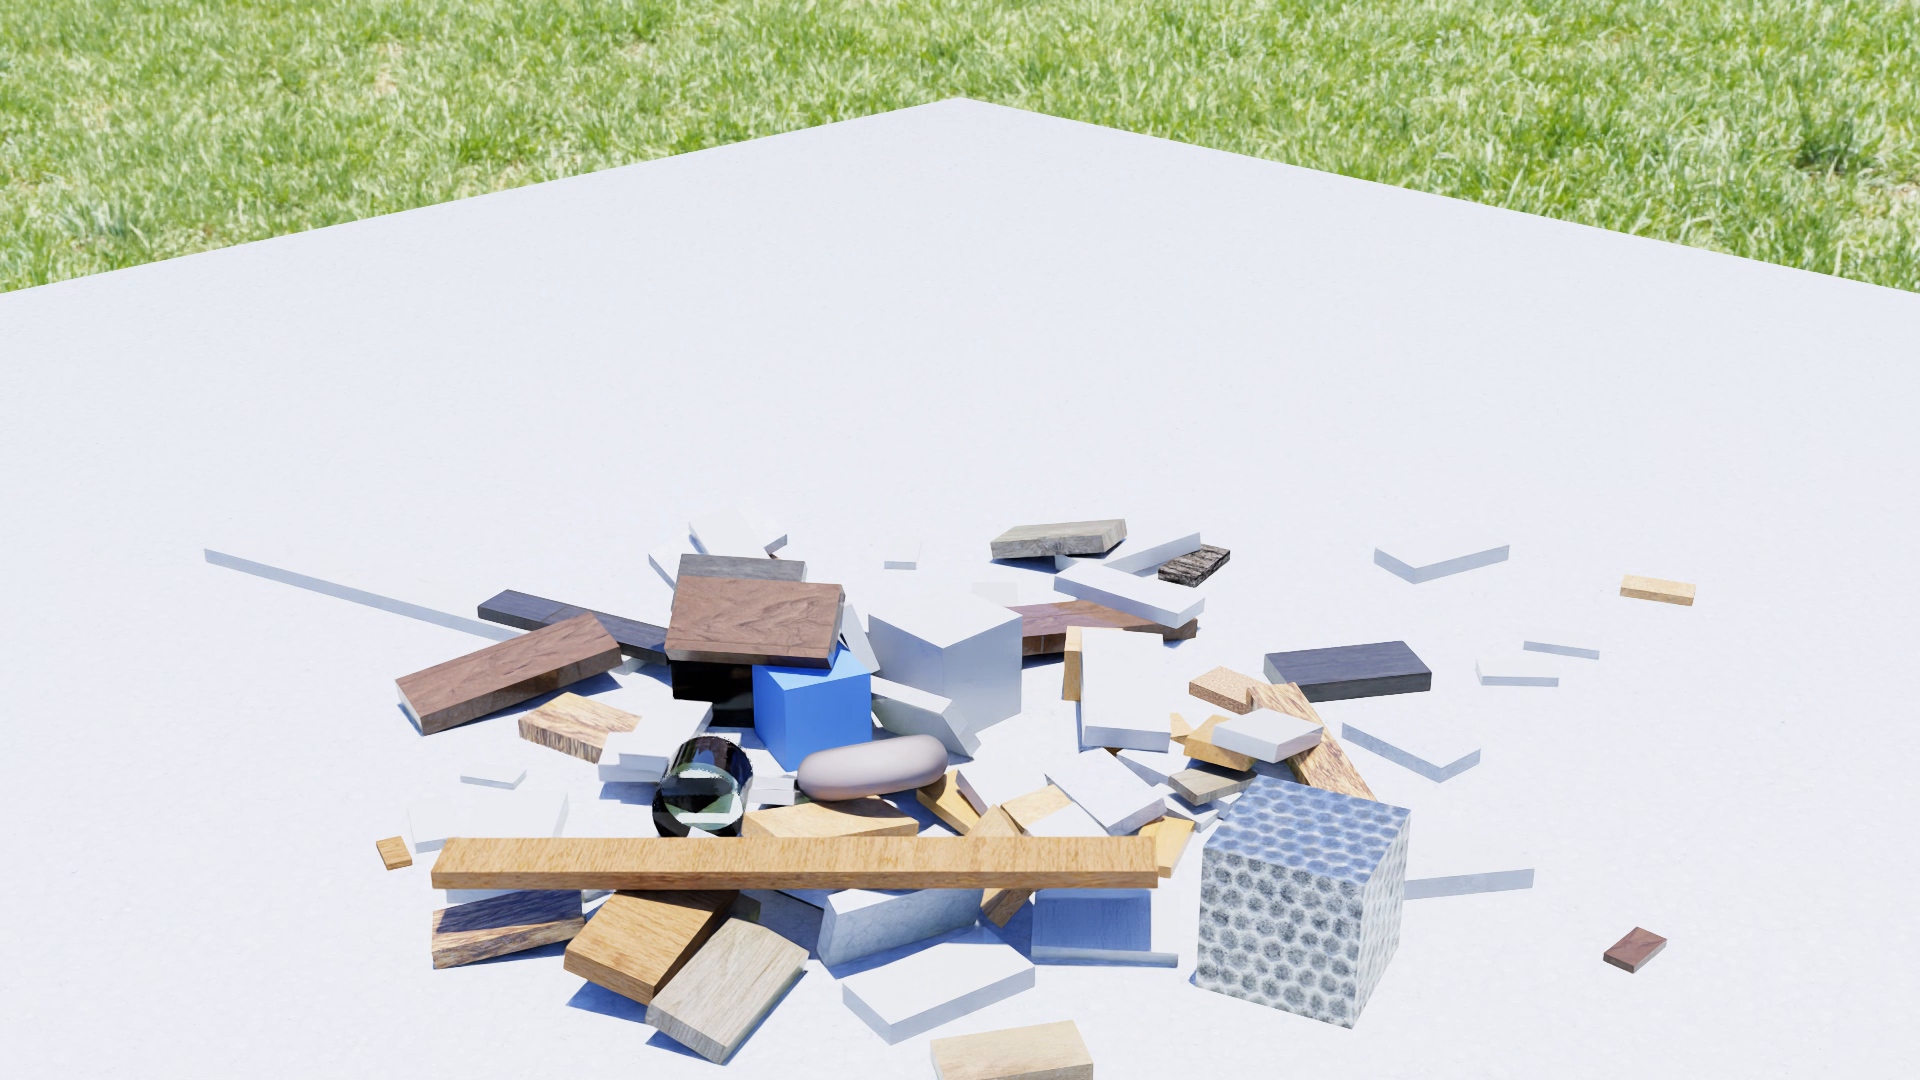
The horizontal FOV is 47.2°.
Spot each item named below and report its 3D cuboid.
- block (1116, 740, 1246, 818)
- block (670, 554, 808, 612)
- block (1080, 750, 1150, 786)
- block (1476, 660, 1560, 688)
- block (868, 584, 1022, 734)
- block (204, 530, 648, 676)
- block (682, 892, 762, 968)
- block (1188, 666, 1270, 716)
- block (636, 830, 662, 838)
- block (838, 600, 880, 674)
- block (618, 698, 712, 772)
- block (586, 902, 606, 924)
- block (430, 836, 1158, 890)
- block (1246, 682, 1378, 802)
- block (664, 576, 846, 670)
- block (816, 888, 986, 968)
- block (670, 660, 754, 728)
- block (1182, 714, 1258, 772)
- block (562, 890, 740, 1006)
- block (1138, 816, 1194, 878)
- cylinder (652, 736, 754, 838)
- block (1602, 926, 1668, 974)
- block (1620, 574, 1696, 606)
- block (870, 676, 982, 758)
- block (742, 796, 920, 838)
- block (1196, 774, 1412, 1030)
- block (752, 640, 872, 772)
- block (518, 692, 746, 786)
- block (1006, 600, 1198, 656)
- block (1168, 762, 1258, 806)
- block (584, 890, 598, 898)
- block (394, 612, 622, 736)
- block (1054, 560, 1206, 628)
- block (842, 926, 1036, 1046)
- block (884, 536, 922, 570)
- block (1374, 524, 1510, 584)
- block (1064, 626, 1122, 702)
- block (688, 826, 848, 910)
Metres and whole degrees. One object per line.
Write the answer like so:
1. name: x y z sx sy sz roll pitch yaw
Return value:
1. block: 0.469 0.483 4.531 0.269 0.038 0.133 22 29 30
2. block: -0.479 0.107 4.776 0.276 0.039 0.138 4 63 8
3. block: 0.348 0.480 4.603 0.212 0.020 0.071 7 24 16
4. block: 1.270 0.303 5.015 0.172 0.024 0.086 1 23 2
5. block: -0.032 0.271 4.819 0.237 0.237 0.237 -20 30 -39
6. block: -1.312 0.142 5.375 1.338 0.039 0.138 12 26 27
7. block: -0.493 0.719 3.961 0.137 0.039 0.300 22 32 16
8. block: 0.634 0.347 4.902 0.225 0.032 0.112 21 31 40
9. block: -0.638 0.615 4.280 0.173 0.024 0.086 -14 27 -30
10. block: -0.281 0.201 4.914 0.044 0.156 0.441 -25 10 -13
11. block: -0.607 0.403 4.552 0.125 0.035 0.249 4 23 9
12. block: -0.561 0.680 4.108 0.137 0.039 0.274 15 27 32
13. block: -0.295 0.580 3.954 1.294 0.035 0.125 -1 21 3
14. block: 0.742 0.454 4.604 0.113 0.032 0.548 -5 27 -12
15. block: -0.434 0.174 4.669 0.356 0.050 0.178 3 60 11
16. block: -0.102 0.670 3.980 0.306 0.153 0.043 -12 47 -26
17. block: -0.504 0.260 4.859 0.226 0.226 0.226 2 23 4
18. block: 0.559 0.419 4.566 0.133 0.038 0.266 14 10 17
19. block: -0.543 0.679 3.921 0.172 0.049 0.345 20 31 13
20. block: 0.392 0.600 4.314 0.092 0.026 0.184 8 24 18
21. cylinder: -0.505 0.501 4.331 0.177 0.177 0.177 1 17 2
22. block: 1.224 0.743 3.987 0.061 0.017 0.121 21 31 40
23. block: 1.726 0.124 5.437 0.172 0.024 0.086 9 25 20
24. block: -0.089 0.371 4.657 0.276 0.138 0.039 12 54 47
25. block: -0.252 0.563 4.294 0.311 0.044 0.155 -4 18 -38
26. block: 0.609 0.635 3.898 0.286 0.286 0.286 11 25 24
27. block: -0.316 0.349 4.691 0.194 0.194 0.194 -10 25 -23
28. block: -0.700 0.435 4.679 0.504 0.044 0.155 14 27 30
29. block: 0.309 0.197 5.184 0.478 0.048 0.169 -4 23 -23
30. block: 0.516 0.488 4.459 0.173 0.024 0.086 -12 31 -35
31. block: -0.719 0.655 4.160 0.121 0.017 0.061 -29 34 -27
32. block: -1.005 0.295 4.908 0.466 0.050 0.178 -20 34 -24
33. block: 0.404 0.128 5.262 0.337 0.039 0.138 17 24 29
34. block: -0.036 0.781 3.865 0.306 0.043 0.153 -15 27 -32
35. block: -0.145 0.033 5.653 0.081 0.023 0.163 2 23 4
36. block: 1.232 0.035 5.622 0.312 0.044 0.156 -12 26 -27
37. block: 0.300 0.279 4.942 0.125 0.125 0.125 2 23 5
38. block: -0.333 0.628 4.088 0.345 0.049 0.172 16 -13 32
